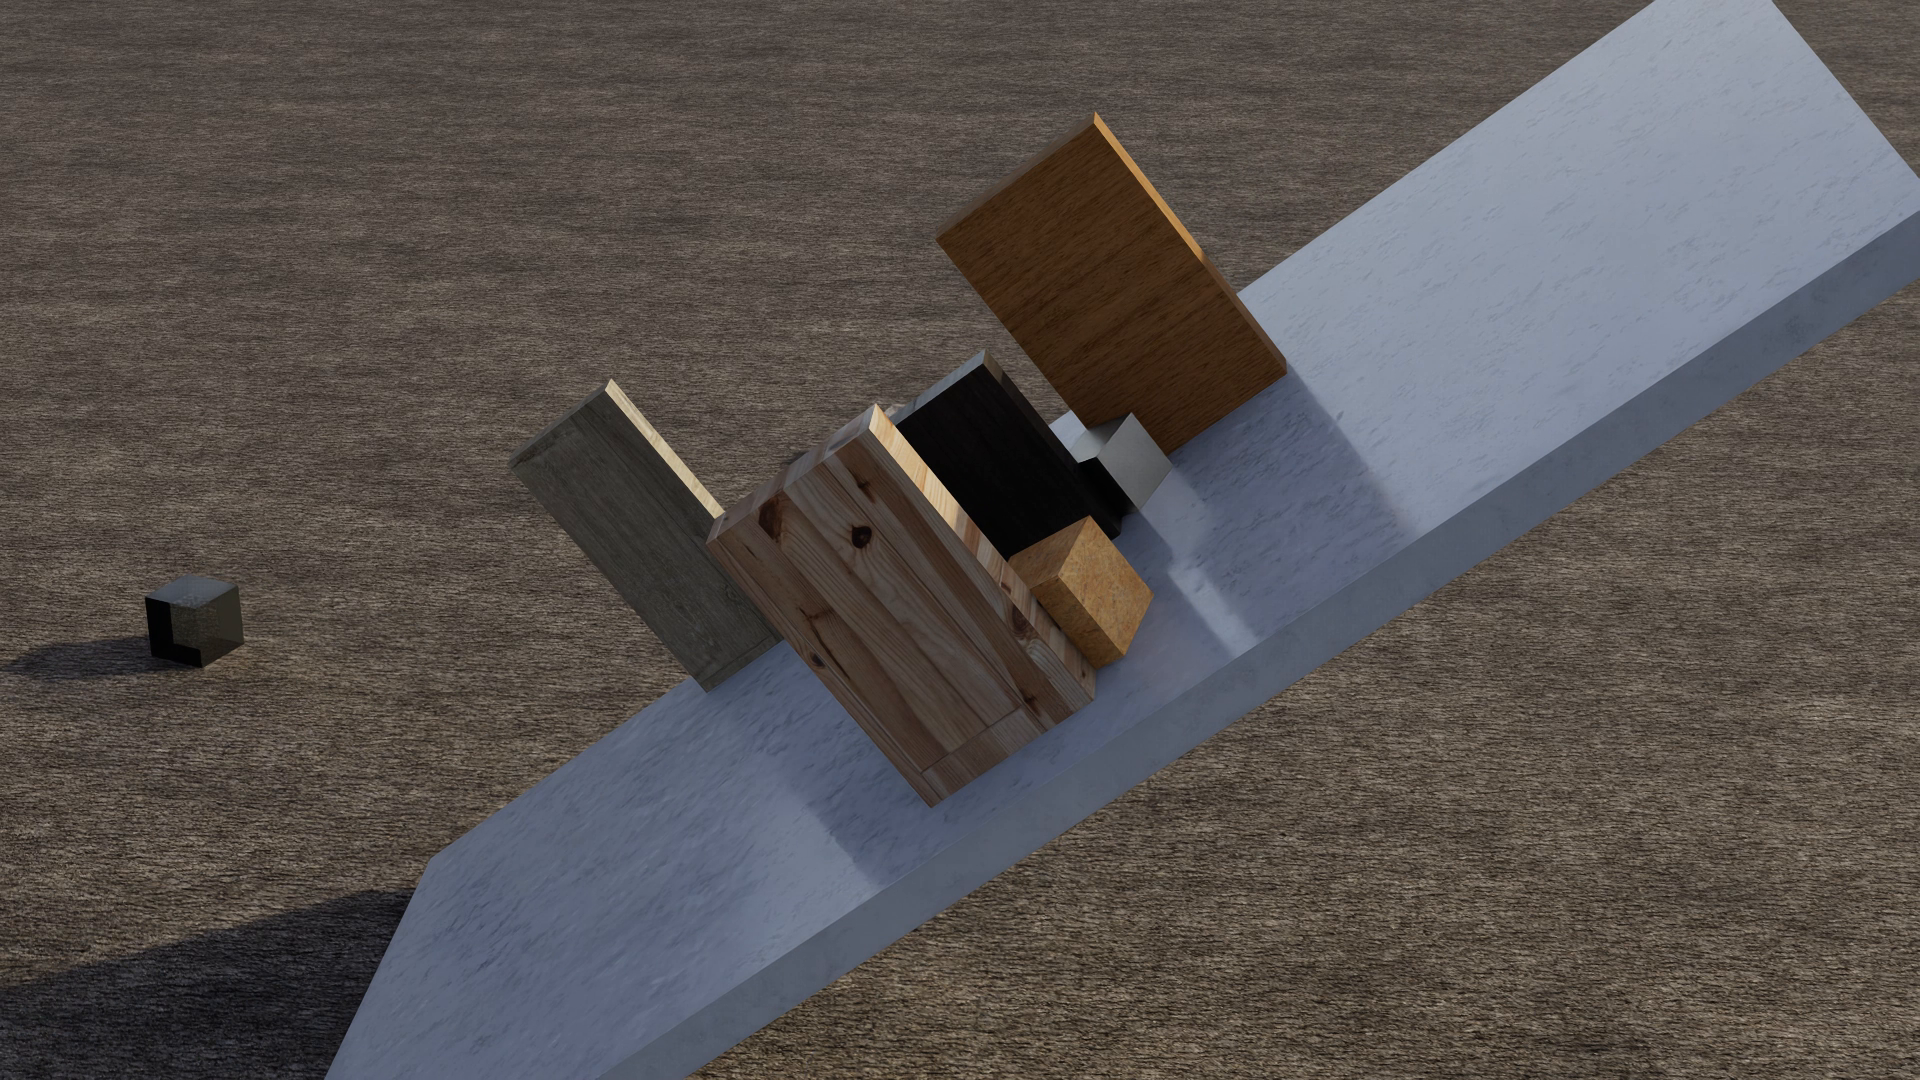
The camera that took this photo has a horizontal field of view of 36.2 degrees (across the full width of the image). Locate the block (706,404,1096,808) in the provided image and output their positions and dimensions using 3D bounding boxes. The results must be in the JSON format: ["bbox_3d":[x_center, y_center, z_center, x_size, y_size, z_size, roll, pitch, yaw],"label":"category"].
[{"bbox_3d":[-0.106,0.130,5.546,0.391,0.679,0.131,-35,16,17],"label":"block"}]

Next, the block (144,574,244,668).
[{"bbox_3d":[-2.384,0.251,9.163,0.201,0.201,0.201,11,25,25],"label":"block"}]

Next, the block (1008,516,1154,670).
[{"bbox_3d":[0.207,0.127,5.714,0.210,0.210,0.210,-28,19,35],"label":"block"}]

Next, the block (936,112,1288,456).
[{"bbox_3d":[0.328,-0.517,6.326,0.423,0.689,0.096,-35,16,17],"label":"block"}]

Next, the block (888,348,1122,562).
[{"bbox_3d":[0.042,-0.099,6.225,0.393,0.475,0.093,-35,16,17],"label":"block"}]

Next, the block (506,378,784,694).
[{"bbox_3d":[-0.736,-0.004,7.212,0.318,0.762,0.084,-35,16,17],"label":"block"}]

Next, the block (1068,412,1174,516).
[{"bbox_3d":[0.327,-0.151,6.312,0.153,0.153,0.153,-20,25,50],"label":"block"}]

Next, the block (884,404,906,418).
[{"bbox_3d":[-0.196,-0.388,10.725,0.159,0.159,0.159,9,24,19],"label":"block"}]

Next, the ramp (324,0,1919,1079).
[{"bbox_3d":[0.126,0.181,6.328,4.000,0.100,2.000,-35,16,17],"label":"ramp"}]
